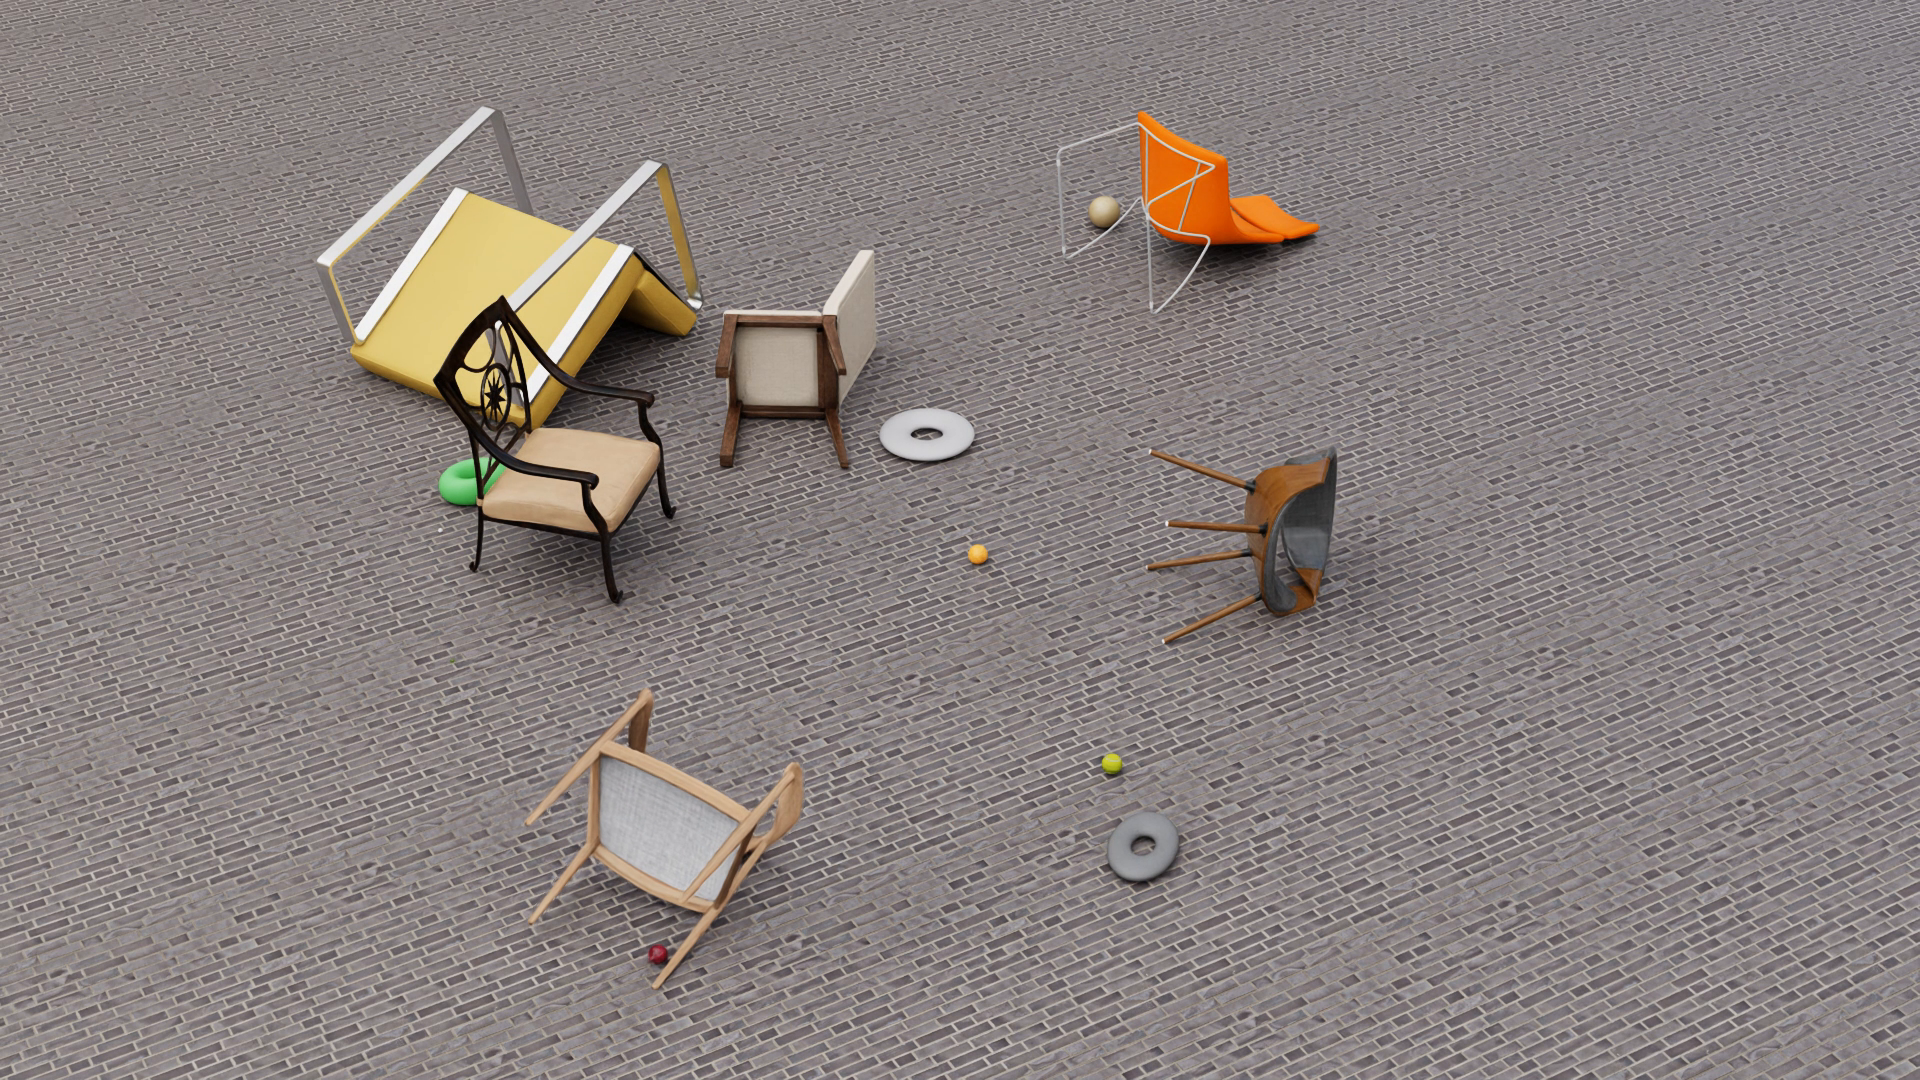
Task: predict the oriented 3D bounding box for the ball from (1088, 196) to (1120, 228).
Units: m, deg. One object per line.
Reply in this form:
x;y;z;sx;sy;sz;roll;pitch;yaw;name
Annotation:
0.642;-1.457;13.027;0.143;0.143;0.143;0;33;0;ball

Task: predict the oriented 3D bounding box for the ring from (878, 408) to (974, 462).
-0.130;-0.415;11.522;0.378;0.059;0.373;-18;37;-26;ring

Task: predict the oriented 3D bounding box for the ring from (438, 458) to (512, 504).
-1.849;-0.223;11.186;0.282;0.109;0.220;-15;35;-20;ring

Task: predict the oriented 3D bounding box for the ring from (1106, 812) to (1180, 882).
0.588;0.982;9.406;0.226;0.054;0.346;8;34;13;ring
